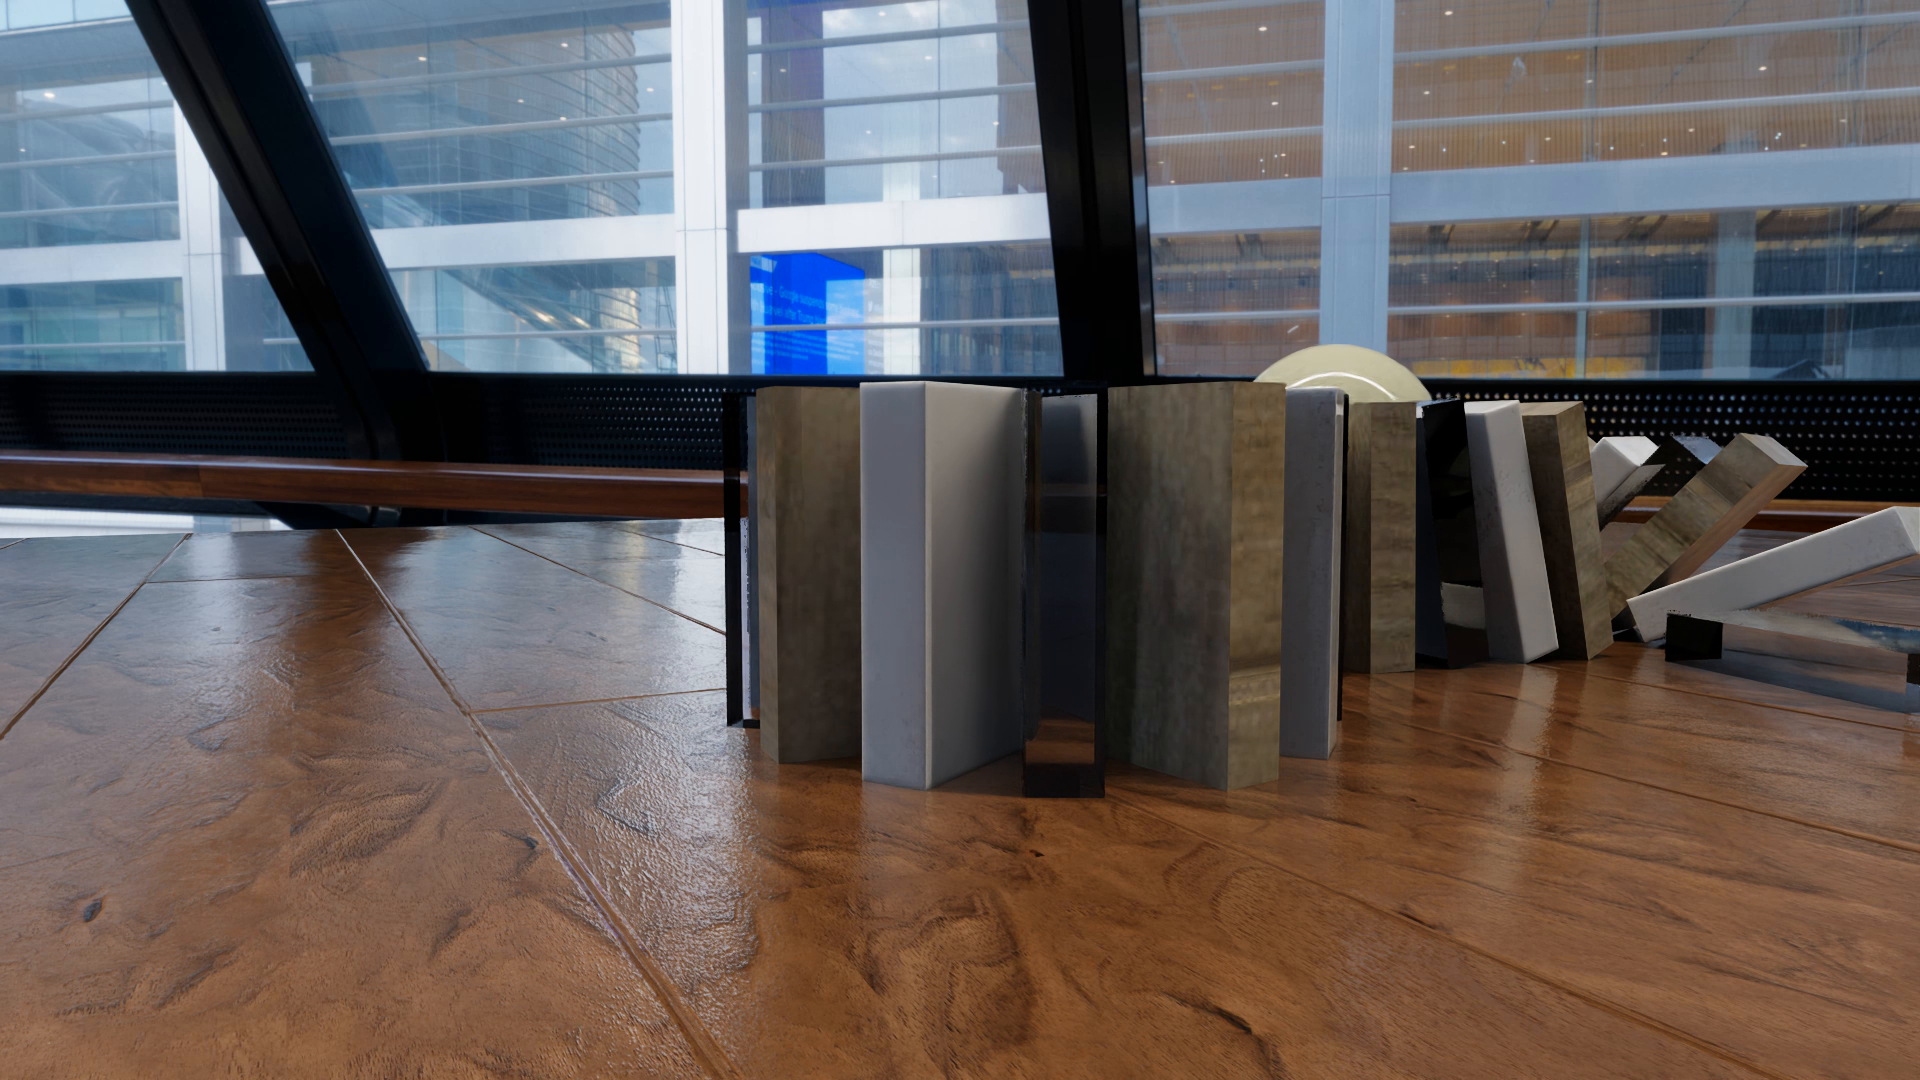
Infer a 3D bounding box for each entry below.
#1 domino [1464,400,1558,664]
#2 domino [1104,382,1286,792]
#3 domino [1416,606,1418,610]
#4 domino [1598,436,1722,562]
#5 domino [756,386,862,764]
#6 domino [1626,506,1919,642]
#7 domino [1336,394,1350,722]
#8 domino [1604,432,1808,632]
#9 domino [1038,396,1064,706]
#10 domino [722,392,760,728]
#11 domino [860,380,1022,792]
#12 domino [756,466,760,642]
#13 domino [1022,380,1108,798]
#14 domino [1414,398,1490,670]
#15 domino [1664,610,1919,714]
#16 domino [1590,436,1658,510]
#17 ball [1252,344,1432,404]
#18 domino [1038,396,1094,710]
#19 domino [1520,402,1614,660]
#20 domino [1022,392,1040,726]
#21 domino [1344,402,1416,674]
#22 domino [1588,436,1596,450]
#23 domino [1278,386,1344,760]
[{"bbox_3d":[0.102,-0.002,0.257,0.009,0.050,0.025,-18,11,-23],"label":"domino"},{"bbox_3d":[0.029,0.005,0.168,0.009,0.050,0.025,-3,5,-36],"label":"domino"},{"bbox_3d":[0.122,-0.003,0.315,0.025,0.050,0.009,-5,47,-43],"label":"domino"},{"bbox_3d":[0.149,-0.001,0.288,0.025,0.050,0.009,-3,46,-44],"label":"domino"},{"bbox_3d":[-0.015,0.004,0.178,0.025,0.050,0.009,-2,5,-23],"label":"domino"},{"bbox_3d":[0.167,0.007,0.261,0.025,0.009,0.050,-1,-22,-44],"label":"domino"},{"bbox_3d":[0.045,0.003,0.196,0.025,0.050,0.009,-2,5,-20],"label":"domino"},{"bbox_3d":[0.157,-0.001,0.278,0.025,0.050,0.009,-2,45,-45],"label":"domino"},{"bbox_3d":[0.007,0.001,0.217,0.009,0.050,0.025,-2,5,-27],"label":"domino"},{"bbox_3d":[-0.022,0.003,0.193,0.025,0.050,0.009,1,4,15],"label":"domino"},{"bbox_3d":[-0.002,0.005,0.168,0.009,0.050,0.025,3,5,31],"label":"domino"},{"bbox_3d":[-0.020,0.002,0.212,0.025,0.050,0.010,1,4,11],"label":"domino"},{"bbox_3d":[0.013,0.005,0.165,0.009,0.050,0.025,0,4,2],"label":"domino"},{"bbox_3d":[0.089,-0.002,0.252,0.009,0.050,0.025,-11,7,-17],"label":"domino"},{"bbox_3d":[0.156,0.021,0.230,0.025,0.009,0.050,-1,4,-13],"label":"domino"},{"bbox_3d":[0.140,-0.002,0.297,0.025,0.050,0.009,-5,47,-43],"label":"domino"},{"bbox_3d":[0.141,-0.034,0.487,0.080,0.080,0.080,0,4,0],"label":"ball"},{"bbox_3d":[0.020,0.001,0.216,0.009,0.050,0.025,-2,5,-26],"label":"domino"},{"bbox_3d":[0.114,-0.002,0.259,0.009,0.050,0.025,-22,16,-31],"label":"domino"},{"bbox_3d":[-0.001,0.003,0.198,0.025,0.050,0.010,1,4,9],"label":"domino"},{"bbox_3d":[0.076,-0.001,0.249,0.009,0.050,0.025,-3,5,-16],"label":"domino"},{"bbox_3d":[0.131,-0.003,0.306,0.025,0.050,0.009,-5,47,-43],"label":"domino"},{"bbox_3d":[0.040,0.004,0.180,0.025,0.050,0.009,2,5,23],"label":"domino"}]
